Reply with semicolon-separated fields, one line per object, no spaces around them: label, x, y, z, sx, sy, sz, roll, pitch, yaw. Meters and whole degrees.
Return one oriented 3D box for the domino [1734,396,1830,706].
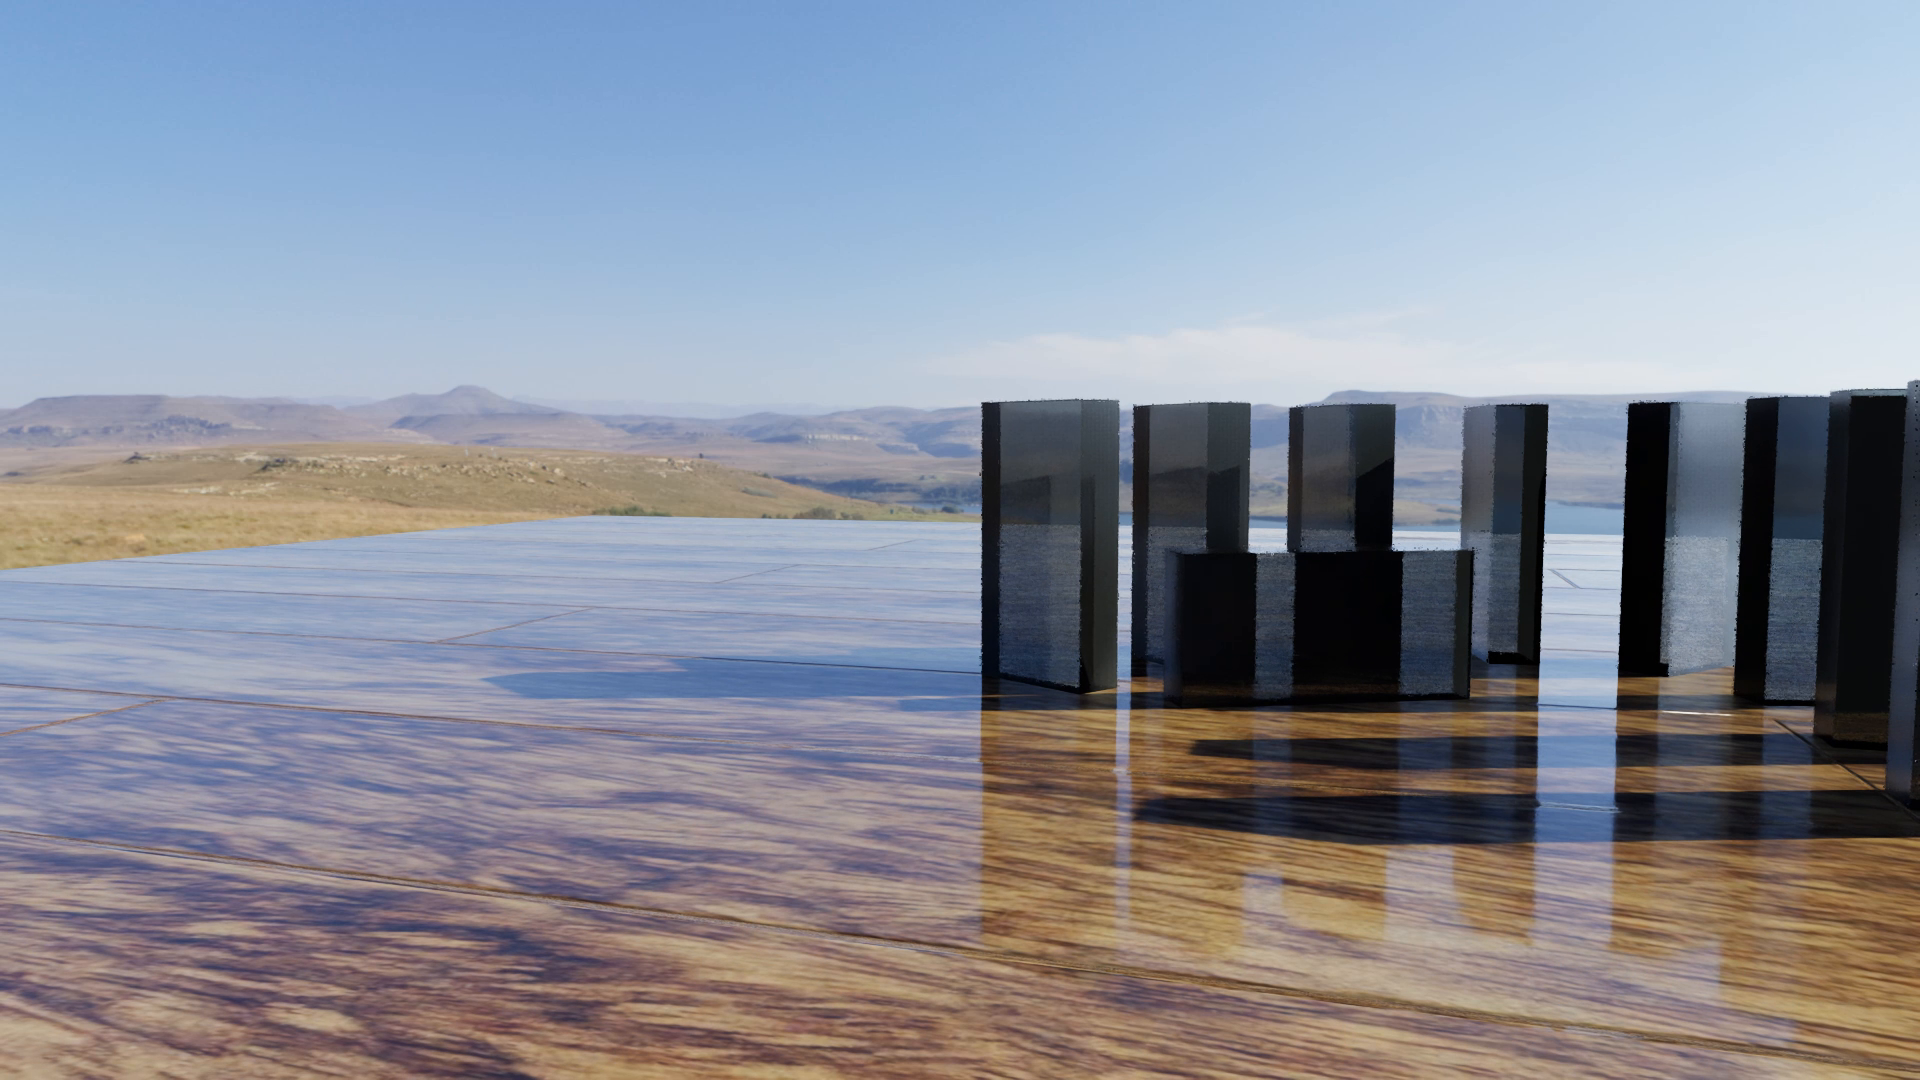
domino;0.144;0.002;0.211;0.025;0.050;0.010;0;4;4

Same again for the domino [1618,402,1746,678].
domino;0.137;-0.001;0.243;0.025;0.050;0.009;-3;5;-33

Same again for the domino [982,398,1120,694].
domino;0.016;0.000;0.229;0.009;0.050;0.025;-4;6;-40

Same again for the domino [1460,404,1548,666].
domino;0.109;-0.002;0.258;0.010;0.050;0.025;1;4;8

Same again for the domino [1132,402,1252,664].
domino;0.044;-0.001;0.246;0.009;0.050;0.025;-2;5;-24

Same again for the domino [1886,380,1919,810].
domino;0.124;0.007;0.147;0.025;0.050;0.010;2;5;22

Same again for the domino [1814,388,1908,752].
domino;0.136;0.004;0.178;0.025;0.050;0.009;1;5;19

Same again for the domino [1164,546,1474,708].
domino;0.060;0.014;0.214;0.050;0.025;0.010;-1;4;-9

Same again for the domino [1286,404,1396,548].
domino;0.076;-0.002;0.257;0.010;0.050;0.025;-1;4;-12
